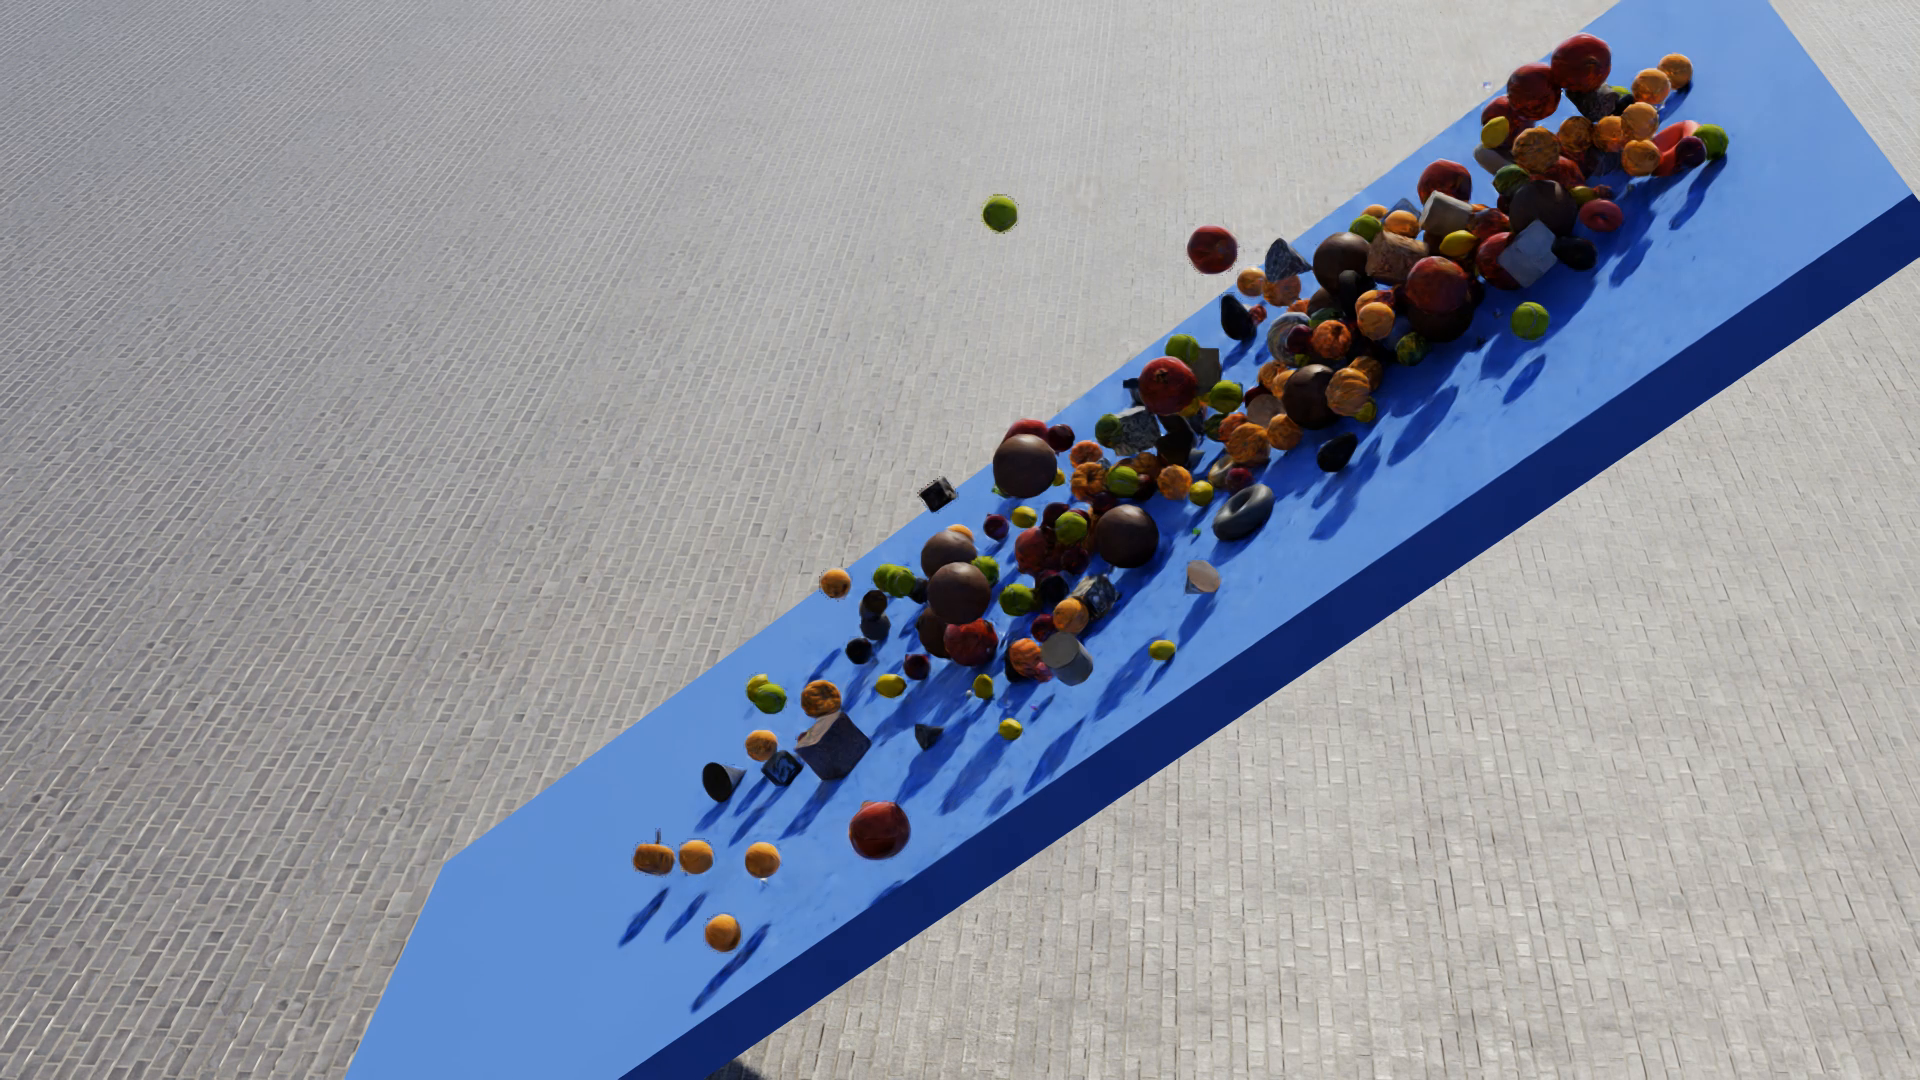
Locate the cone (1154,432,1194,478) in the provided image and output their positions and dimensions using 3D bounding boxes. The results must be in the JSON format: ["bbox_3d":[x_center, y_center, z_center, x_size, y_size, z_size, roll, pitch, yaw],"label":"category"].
[{"bbox_3d":[0.453,-0.167,6.121,0.088,0.088,0.088,-9,-18,-3],"label":"cone"}]

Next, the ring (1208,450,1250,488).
[{"bbox_3d":[0.547,-0.145,5.982,0.099,0.033,0.099,-37,16,12],"label":"ring"}]

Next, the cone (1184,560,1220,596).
[{"bbox_3d":[0.440,0.086,5.521,0.072,0.072,0.072,16,51,-21],"label":"cone"}]

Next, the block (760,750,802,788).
[{"bbox_3d":[-0.388,0.499,6.407,0.055,0.055,0.055,-48,17,-24],"label":"block"}]

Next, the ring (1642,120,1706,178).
[{"bbox_3d":[1.369,-0.750,5.641,0.135,0.045,0.135,-36,24,19],"label":"ring"}]

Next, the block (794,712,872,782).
[{"bbox_3d":[-0.268,0.436,6.213,0.098,0.098,0.098,-50,18,-29],"label":"block"}]

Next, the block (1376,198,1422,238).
[{"bbox_3d":[0.941,-0.672,6.259,0.070,0.070,0.070,-43,-7,-6],"label":"block"}]

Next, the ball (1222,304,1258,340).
[{"bbox_3d":[0.632,-0.492,6.623,0.082,0.082,0.082,0,24,0],"label":"ball"}]

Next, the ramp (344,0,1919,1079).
[{"bbox_3d":[0.120,0.185,6.341,4.000,0.100,2.000,-36,16,18],"label":"ramp"}]

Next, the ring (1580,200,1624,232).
[{"bbox_3d":[1.213,-0.613,5.565,0.083,0.083,0.028,9,60,19],"label":"ring"}]

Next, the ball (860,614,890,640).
[{"bbox_3d":[-0.194,0.195,6.740,0.070,0.070,0.070,0,24,0],"label":"ball"}]

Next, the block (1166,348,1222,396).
[{"bbox_3d":[0.492,-0.353,6.175,0.081,0.081,0.081,1,-12,-25],"label":"block"}]

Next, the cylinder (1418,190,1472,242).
[{"bbox_3d":[0.967,-0.644,5.860,0.081,0.081,0.081,22,24,-3],"label":"cylinder"}]

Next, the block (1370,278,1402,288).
[{"bbox_3d":[0.906,-0.572,6.148,0.066,0.066,0.066,12,-14,-19],"label":"block"}]

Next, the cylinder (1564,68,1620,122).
[{"bbox_3d":[1.226,-0.863,5.706,0.074,0.074,0.074,-15,55,-30],"label":"cylinder"}]

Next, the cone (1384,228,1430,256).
[{"bbox_3d":[0.883,-0.592,5.938,0.095,0.095,0.095,-33,14,9],"label":"cone"}]

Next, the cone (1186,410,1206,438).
[{"bbox_3d":[0.512,-0.240,6.296,0.053,0.053,0.053,-19,70,-37],"label":"cone"}]

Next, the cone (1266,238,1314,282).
[{"bbox_3d":[0.730,-0.598,6.388,0.097,0.097,0.097,10,19,-24],"label":"cone"}]

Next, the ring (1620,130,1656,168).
[{"bbox_3d":[1.331,-0.773,5.813,0.101,0.034,0.101,-39,10,8],"label":"ring"}]

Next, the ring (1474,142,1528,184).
[{"bbox_3d":[1.129,-0.787,6.139,0.126,0.042,0.126,25,25,-13],"label":"ring"}]

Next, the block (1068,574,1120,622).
[{"bbox_3d":[0.268,0.114,5.879,0.063,0.063,0.063,-49,17,-29],"label":"block"}]

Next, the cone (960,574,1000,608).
[{"bbox_3d":[0.051,0.101,6.480,0.079,0.079,0.079,-17,28,-15],"label":"cone"}]

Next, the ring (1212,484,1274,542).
[{"bbox_3d":[0.549,-0.053,5.703,0.141,0.047,0.141,-38,15,12],"label":"ring"}]

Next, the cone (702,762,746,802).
[{"bbox_3d":[-0.515,0.533,6.637,0.093,0.093,0.093,20,26,38],"label":"cone"}]

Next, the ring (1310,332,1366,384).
[{"bbox_3d":[0.762,-0.367,5.922,0.120,0.120,0.040,12,38,25],"label":"ring"}]

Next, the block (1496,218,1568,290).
[{"bbox_3d":[1.080,-0.541,5.556,0.080,0.080,0.080,-46,0,-23],"label":"block"}]

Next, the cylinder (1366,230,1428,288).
[{"bbox_3d":[0.865,-0.556,5.823,0.094,0.094,0.094,14,22,-10],"label":"cylinder"}]

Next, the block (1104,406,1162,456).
[{"bbox_3d":[0.373,-0.234,6.310,0.083,0.083,0.083,-21,9,-16],"label":"block"}]

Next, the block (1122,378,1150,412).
[{"bbox_3d":[0.394,-0.317,6.561,0.061,0.061,0.061,-2,55,6],"label":"block"}]

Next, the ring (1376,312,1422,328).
[{"bbox_3d":[0.884,-0.439,5.917,0.092,0.031,0.092,-4,13,1],"label":"ring"}]

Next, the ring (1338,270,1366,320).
[{"bbox_3d":[0.785,-0.490,5.880,0.035,0.104,0.104,-12,18,23],"label":"ring"}]

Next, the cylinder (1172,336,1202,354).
[{"bbox_3d":[0.505,-0.414,6.486,0.054,0.054,0.054,35,26,-3],"label":"cylinder"}]

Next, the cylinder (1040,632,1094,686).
[{"bbox_3d":[0.201,0.222,5.512,0.076,0.076,0.076,-13,57,21],"label":"cylinder"}]

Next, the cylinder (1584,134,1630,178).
[{"bbox_3d":[1.256,-0.745,5.708,0.061,0.061,0.061,-28,29,-6],"label":"cylinder"}]

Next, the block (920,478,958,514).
[{"bbox_3d":[-0.046,-0.097,6.376,0.052,0.052,0.052,-33,2,20],"label":"block"}]

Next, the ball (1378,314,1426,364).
[{"bbox_3d":[0.868,-0.395,5.777,0.096,0.096,0.096,0,24,0],"label":"ball"}]

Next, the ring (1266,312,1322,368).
[{"bbox_3d":[0.703,-0.420,6.166,0.121,0.121,0.040,6,19,13],"label":"ring"}]

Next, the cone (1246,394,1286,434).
[{"bbox_3d":[0.623,-0.256,6.039,0.082,0.082,0.082,-1,-2,-3],"label":"cone"}]

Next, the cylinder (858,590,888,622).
[{"bbox_3d":[-0.198,0.149,6.687,0.057,0.057,0.057,-8,-19,-17],"label":"cylinder"}]

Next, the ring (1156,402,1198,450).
[{"bbox_3d":[0.462,-0.240,6.247,0.041,0.122,0.122,-37,30,-1],"label":"ring"}]
